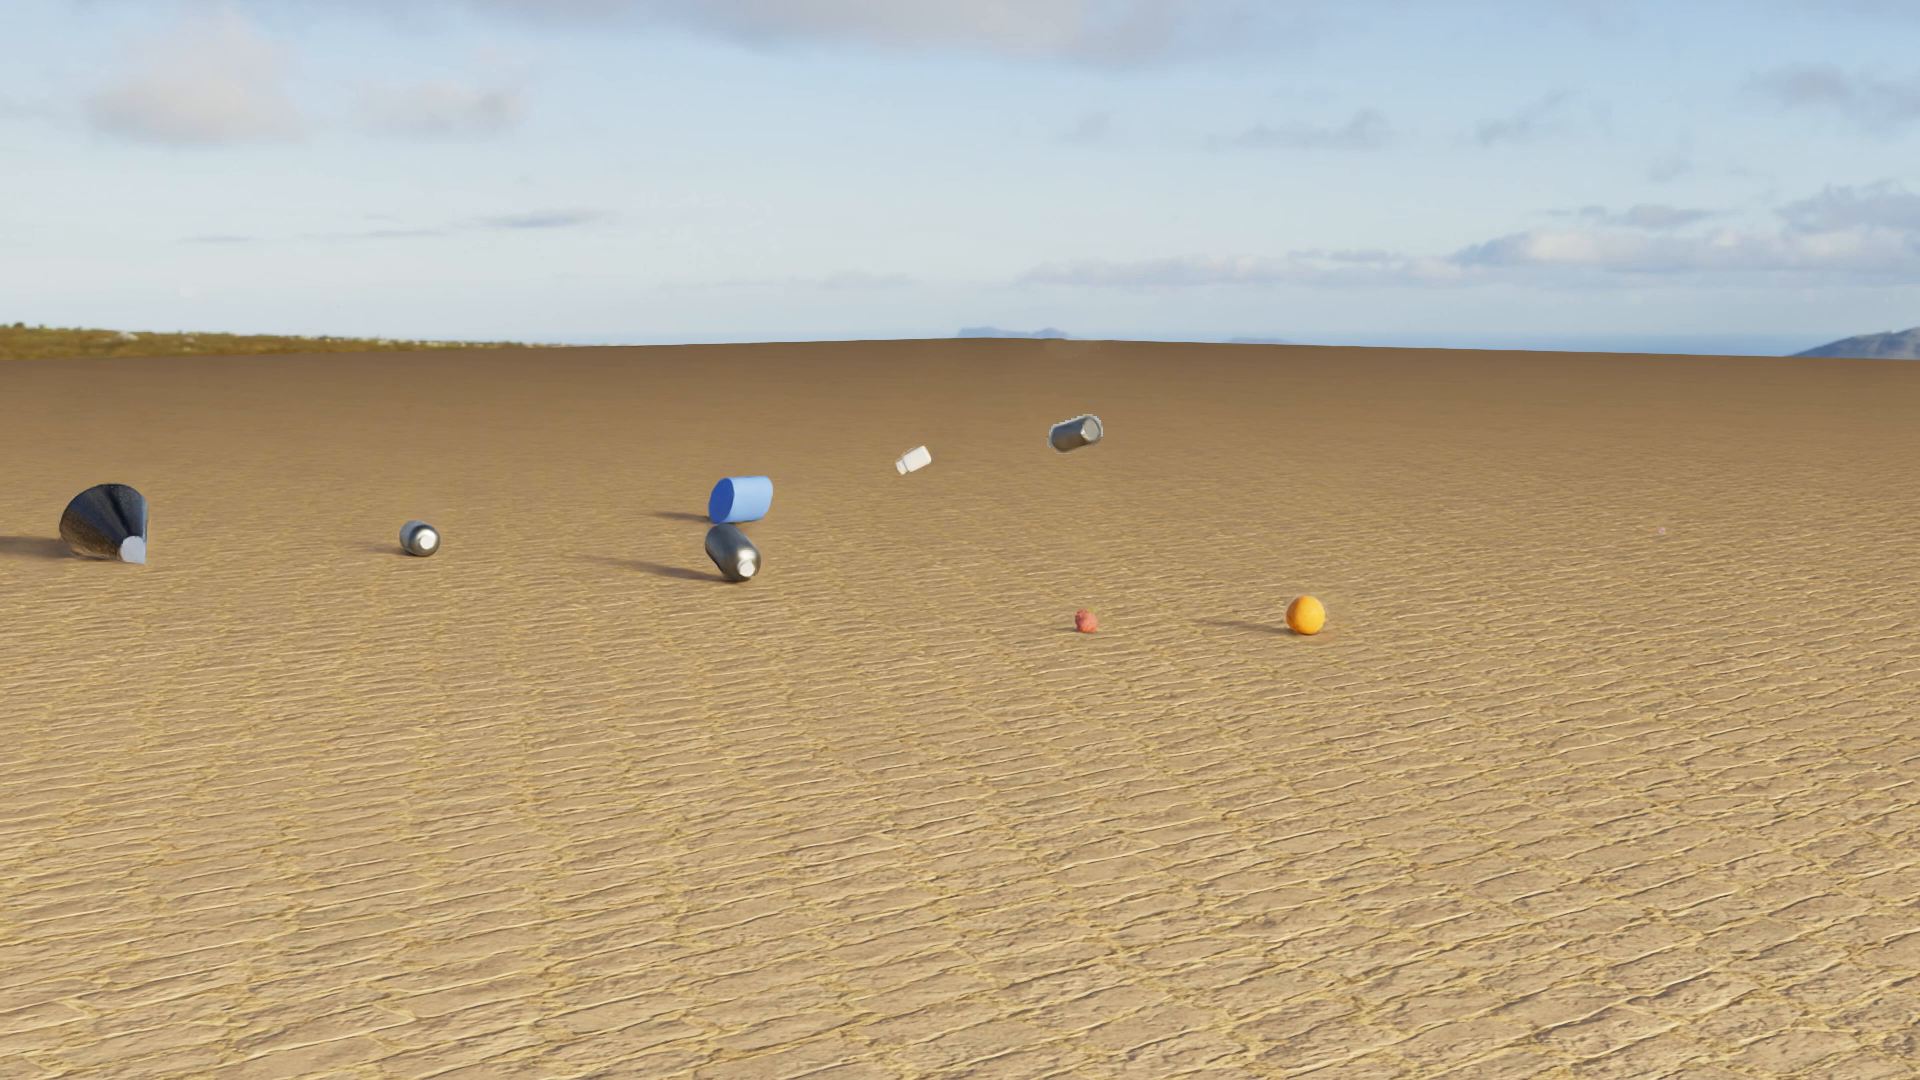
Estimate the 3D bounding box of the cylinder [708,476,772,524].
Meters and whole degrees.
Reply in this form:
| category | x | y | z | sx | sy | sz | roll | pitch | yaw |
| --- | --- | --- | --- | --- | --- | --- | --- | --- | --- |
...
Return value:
| category | x | y | z | sx | sy | sz | roll | pitch | yaw |
| --- | --- | --- | --- | --- | --- | --- | --- | --- | --- |
| cylinder | -0.584 | -0.107 | 6.831 | 0.127 | 0.143 | 0.091 | -5 | 47 | -41 |

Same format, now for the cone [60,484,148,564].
| category | x | y | z | sx | sy | sz | roll | pitch | yaw |
| --- | --- | --- | --- | --- | --- | --- | --- | --- | --- |
| cone | -1.926 | 0.006 | 5.918 | 0.189 | 0.197 | 0.237 | 39 | 3 | 31 |
